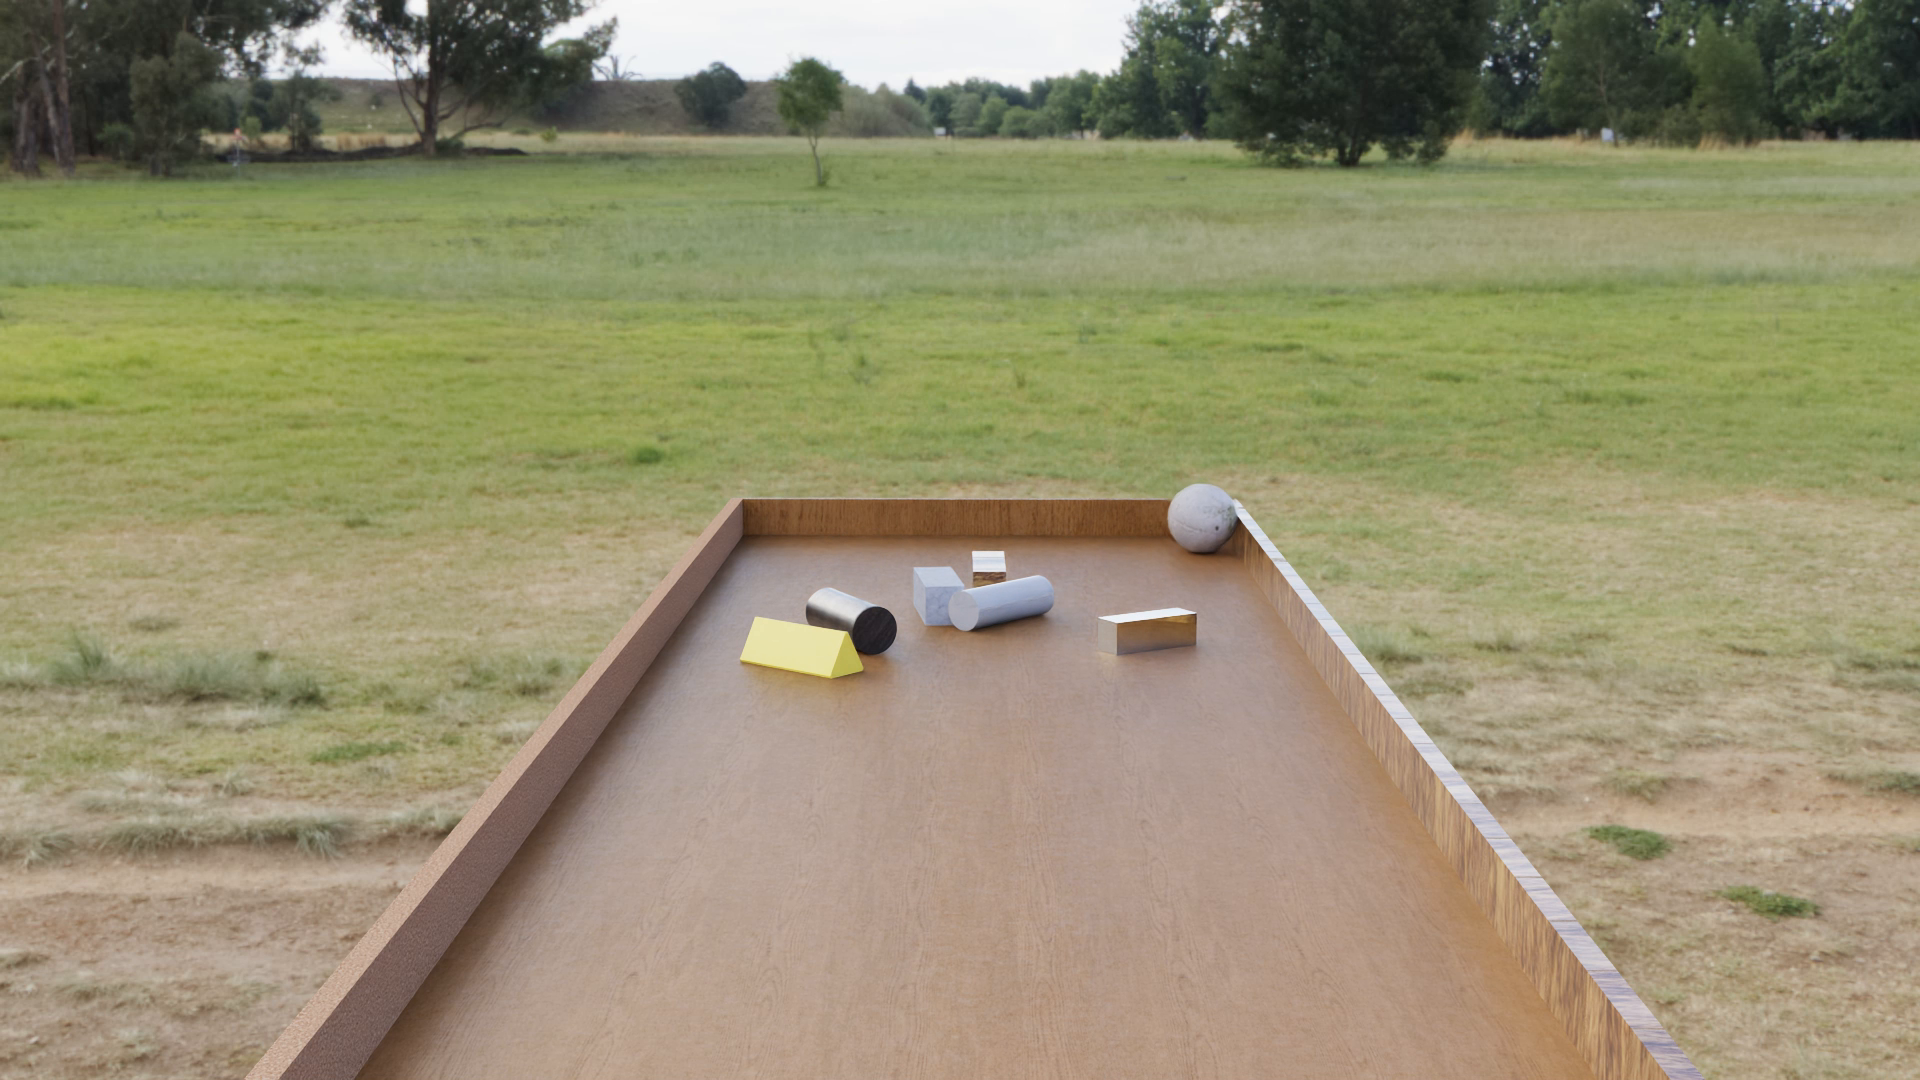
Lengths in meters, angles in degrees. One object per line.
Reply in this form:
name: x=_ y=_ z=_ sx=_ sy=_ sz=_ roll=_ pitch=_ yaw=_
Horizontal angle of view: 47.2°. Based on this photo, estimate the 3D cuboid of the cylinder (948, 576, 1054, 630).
cylinder: x=0.139 y=0.208 z=7.278 sx=0.132 sy=0.132 sz=0.387 roll=8 pitch=12 yaw=41

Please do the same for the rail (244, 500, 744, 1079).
rail: x=-1.004 y=0.839 z=3.234 sx=0.050 sy=0.150 sz=12.000 roll=0 pitch=9 yaw=1

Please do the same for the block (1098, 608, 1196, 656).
block: x=0.586 y=0.286 z=6.878 sx=0.308 sy=0.103 sz=0.103 roll=-6 pitch=11 yaw=-31

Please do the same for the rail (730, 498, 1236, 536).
rail: x=0.099 y=-0.098 z=9.147 sx=2.100 sy=0.150 sz=0.050 roll=0 pitch=9 yaw=1

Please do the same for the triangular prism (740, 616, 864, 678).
triangular prism: x=-0.478 y=0.314 z=6.606 sx=0.372 sy=0.125 sz=0.144 roll=7 pitch=12 yaw=39

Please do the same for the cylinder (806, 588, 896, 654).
cylinder: x=-0.346 y=0.253 z=6.932 sx=0.150 sy=0.150 sz=0.368 roll=-5 pitch=10 yaw=-27

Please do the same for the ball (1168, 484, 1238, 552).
ball: x=0.955 y=-0.086 z=8.677 sx=0.275 sy=0.275 sz=0.275 roll=0 pitch=9 yaw=0

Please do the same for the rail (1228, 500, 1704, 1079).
rail: x=1.046 y=0.843 z=3.208 sx=0.050 sy=0.150 sz=12.000 roll=0 pitch=9 yaw=1

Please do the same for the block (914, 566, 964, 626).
block: x=-0.072 y=0.187 z=7.416 sx=0.130 sy=0.130 sz=0.376 roll=-1 pitch=9 yaw=-7

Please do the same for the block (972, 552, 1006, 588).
block: x=0.102 y=0.132 z=7.815 sx=0.114 sy=0.114 sz=0.434 roll=0 pitch=9 yaw=0
